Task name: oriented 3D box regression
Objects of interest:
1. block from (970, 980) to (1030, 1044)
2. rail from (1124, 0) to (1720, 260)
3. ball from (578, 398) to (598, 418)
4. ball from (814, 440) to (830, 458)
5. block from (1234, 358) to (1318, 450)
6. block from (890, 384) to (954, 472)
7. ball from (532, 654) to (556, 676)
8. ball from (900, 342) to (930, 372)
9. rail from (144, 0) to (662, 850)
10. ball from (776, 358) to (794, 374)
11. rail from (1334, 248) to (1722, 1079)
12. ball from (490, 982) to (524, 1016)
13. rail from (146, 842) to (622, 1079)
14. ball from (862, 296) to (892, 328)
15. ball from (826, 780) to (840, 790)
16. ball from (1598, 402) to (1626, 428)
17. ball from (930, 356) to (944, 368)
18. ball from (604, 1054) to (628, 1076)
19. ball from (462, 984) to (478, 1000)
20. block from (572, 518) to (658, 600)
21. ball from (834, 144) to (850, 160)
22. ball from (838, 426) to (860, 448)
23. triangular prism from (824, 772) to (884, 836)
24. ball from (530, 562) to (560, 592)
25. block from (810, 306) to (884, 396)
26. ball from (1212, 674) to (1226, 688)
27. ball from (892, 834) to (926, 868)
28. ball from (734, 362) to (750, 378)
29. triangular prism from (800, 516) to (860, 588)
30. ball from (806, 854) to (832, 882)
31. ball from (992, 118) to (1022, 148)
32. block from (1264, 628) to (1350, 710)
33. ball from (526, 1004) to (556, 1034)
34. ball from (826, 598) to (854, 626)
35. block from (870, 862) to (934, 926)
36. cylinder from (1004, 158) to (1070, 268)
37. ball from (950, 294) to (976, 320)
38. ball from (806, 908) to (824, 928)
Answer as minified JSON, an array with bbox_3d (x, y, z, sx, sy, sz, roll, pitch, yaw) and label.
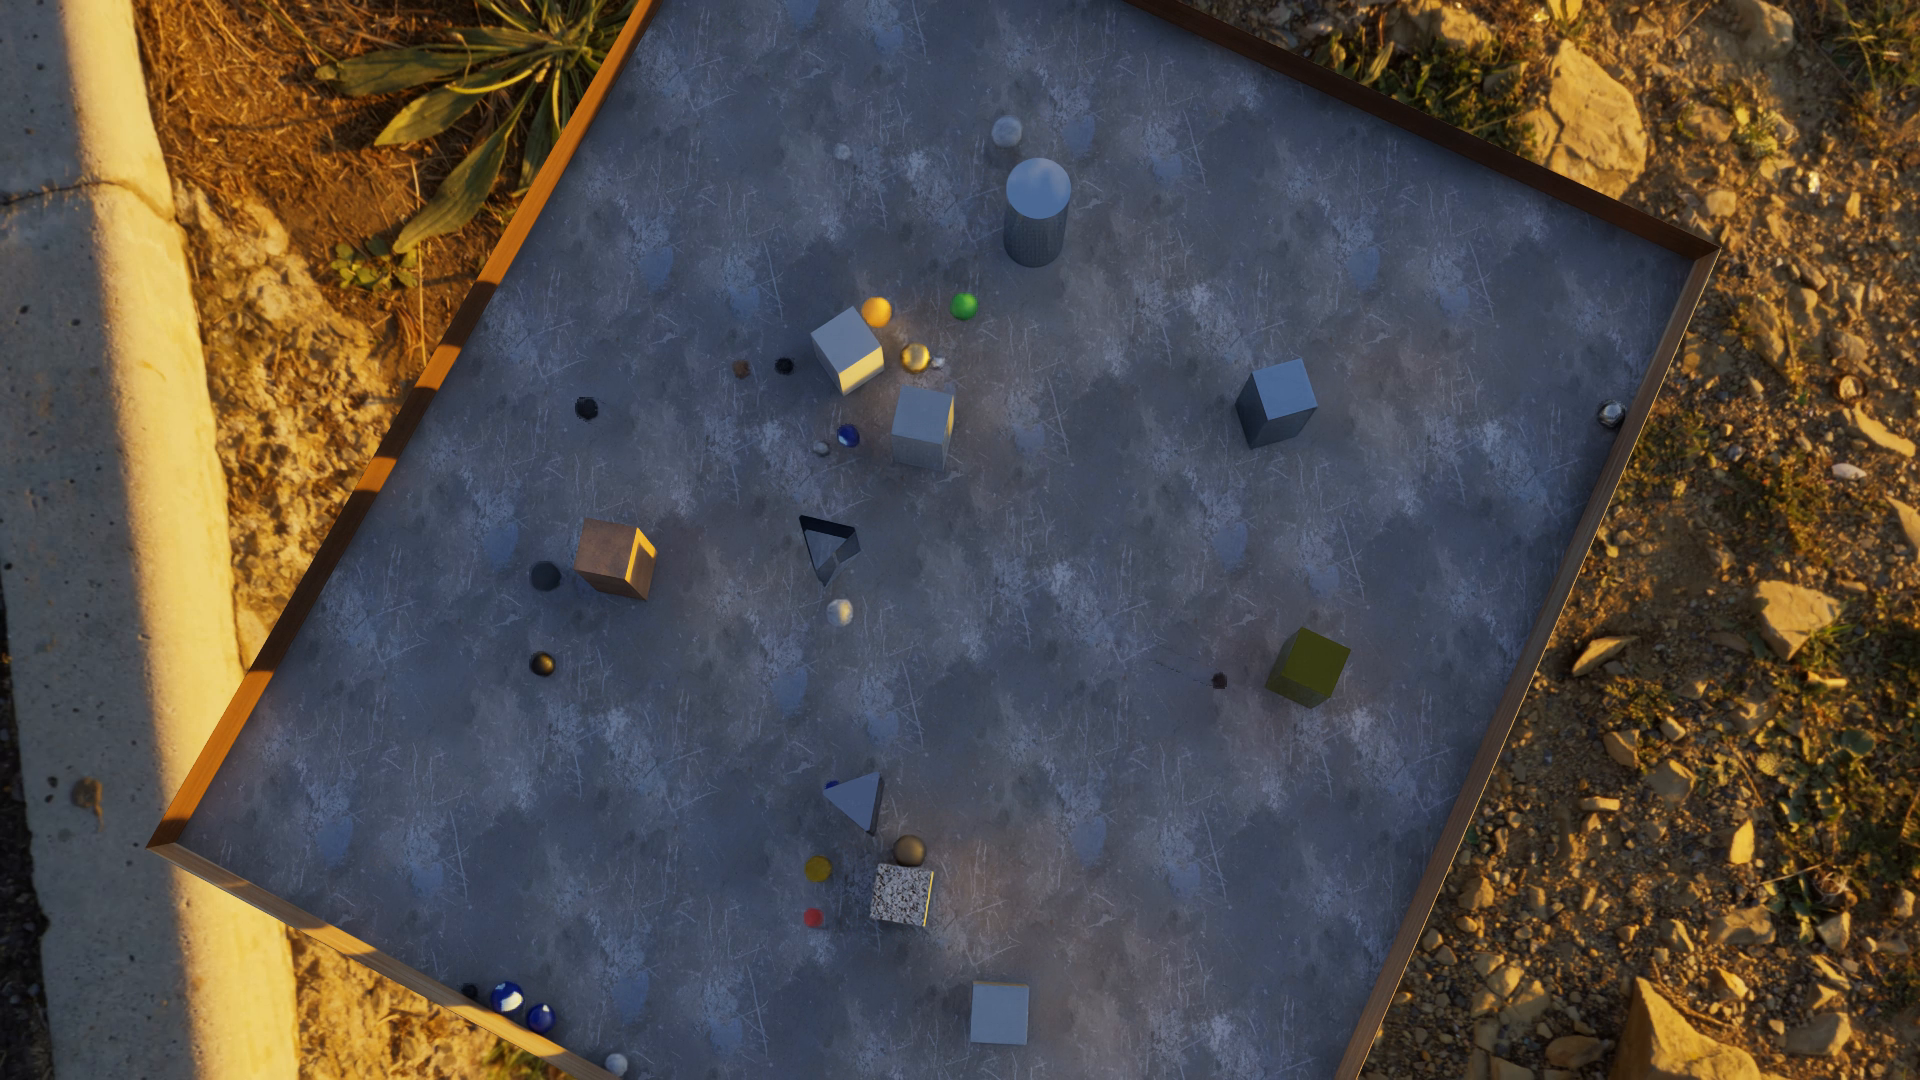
[{"bbox_3d":[0.109,1.332,5.179,0.154,0.318,0.154,3,78,1],"label":"block"},{"bbox_3d":[0.829,-1.617,5.886,3.401,0.125,0.045,26,80,5],"label":"rail"},{"bbox_3d":[-1.151,-0.406,5.669,0.062,0.062,0.062,0,78,0],"label":"ball"},{"bbox_3d":[-0.425,-0.281,5.648,0.052,0.052,0.052,0,78,0],"label":"ball"},{"bbox_3d":[0.950,-0.407,5.525,0.154,0.344,0.154,-16,79,-3],"label":"block"},{"bbox_3d":[-0.111,-0.334,5.518,0.154,0.327,0.154,12,79,2],"label":"block"},{"bbox_3d":[-1.251,0.375,5.503,0.071,0.071,0.071,0,78,0],"label":"ball"},{"bbox_3d":[-0.138,-0.566,5.685,0.095,0.095,0.095,0,78,0],"label":"ball"},{"bbox_3d":[-1.500,-0.728,5.702,0.045,0.125,3.755,26,80,5],"label":"rail"},{"bbox_3d":[-0.545,-0.542,5.702,0.052,0.052,0.052,0,78,0],"label":"ball"},{"bbox_3d":[1.500,0.741,5.398,0.045,0.125,3.755,26,80,5],"label":"rail"},{"bbox_3d":[-1.309,1.324,5.294,0.095,0.095,0.095,0,78,0],"label":"ball"},{"bbox_3d":[-0.829,1.630,5.214,3.401,0.125,0.045,26,80,5],"label":"rail"},{"bbox_3d":[-0.260,-0.712,5.715,0.095,0.095,0.095,0,78,0],"label":"ball"},{"bbox_3d":[-0.375,0.738,5.440,0.047,0.047,0.047,0,78,0],"label":"ball"},{"bbox_3d":[2.010,-0.385,5.654,0.083,0.083,0.083,0,78,0],"label":"ball"},{"bbox_3d":[-0.073,-0.555,5.710,0.042,0.042,0.042,0,78,0],"label":"ball"},{"bbox_3d":[-0.988,1.511,5.270,0.065,0.065,0.065,0,78,0],"label":"ball"},{"bbox_3d":[-1.424,1.314,5.321,0.046,0.046,0.046,0,78,0],"label":"ball"},{"bbox_3d":[-1.015,0.060,5.419,0.154,0.363,0.154,11,79,2],"label":"block"},{"bbox_3d":[-0.374,-1.235,5.847,0.050,0.050,0.050,0,78,0],"label":"ball"},{"bbox_3d":[-0.341,-0.318,5.648,0.067,0.067,0.067,0,78,0],"label":"ball"},{"bbox_3d":[-0.273,0.737,5.281,0.166,0.358,0.144,40,81,8],"label":"triangular prism"},{"bbox_3d":[-1.254,0.112,5.548,0.090,0.090,0.090,0,78,0],"label":"ball"},{"bbox_3d":[-0.342,-0.576,5.612,0.154,0.243,0.154,-34,80,-7],"label":"block"},{"bbox_3d":[0.779,0.422,5.508,0.042,0.042,0.042,0,78,0],"label":"ball"},{"bbox_3d":[-0.150,0.913,5.379,0.096,0.096,0.096,0,78,0],"label":"ball"},{"bbox_3d":[-0.678,-0.527,5.699,0.052,0.052,0.052,0,78,0],"label":"ball"},{"bbox_3d":[-0.412,0.010,5.454,0.144,0.314,0.166,43,81,8],"label":"triangular prism"},{"bbox_3d":[-0.413,0.964,5.377,0.078,0.078,0.078,0,78,0],"label":"ball"},{"bbox_3d":[0.150,-1.298,5.836,0.096,0.096,0.096,0,78,0],"label":"ball"},{"bbox_3d":[1.019,0.379,5.388,0.154,0.294,0.154,25,79,5],"label":"block"},{"bbox_3d":[-1.207,1.382,5.287,0.085,0.085,0.085,0,78,0],"label":"ball"},{"bbox_3d":[-0.362,0.217,5.530,0.082,0.082,0.082,0,78,0],"label":"ball"},{"bbox_3d":[-0.166,1.022,5.274,0.154,0.256,0.154,9,78,2],"label":"block"},{"bbox_3d":[0.232,-0.997,5.612,0.192,0.412,0.192,0,78,0],"label":"cylinder"},{"bbox_3d":[0.009,-0.728,5.723,0.086,0.086,0.086,0,78,0],"label":"ball"},{"bbox_3d":[-0.424,1.105,5.360,0.055,0.055,0.055,0,78,0],"label":"ball"}]
